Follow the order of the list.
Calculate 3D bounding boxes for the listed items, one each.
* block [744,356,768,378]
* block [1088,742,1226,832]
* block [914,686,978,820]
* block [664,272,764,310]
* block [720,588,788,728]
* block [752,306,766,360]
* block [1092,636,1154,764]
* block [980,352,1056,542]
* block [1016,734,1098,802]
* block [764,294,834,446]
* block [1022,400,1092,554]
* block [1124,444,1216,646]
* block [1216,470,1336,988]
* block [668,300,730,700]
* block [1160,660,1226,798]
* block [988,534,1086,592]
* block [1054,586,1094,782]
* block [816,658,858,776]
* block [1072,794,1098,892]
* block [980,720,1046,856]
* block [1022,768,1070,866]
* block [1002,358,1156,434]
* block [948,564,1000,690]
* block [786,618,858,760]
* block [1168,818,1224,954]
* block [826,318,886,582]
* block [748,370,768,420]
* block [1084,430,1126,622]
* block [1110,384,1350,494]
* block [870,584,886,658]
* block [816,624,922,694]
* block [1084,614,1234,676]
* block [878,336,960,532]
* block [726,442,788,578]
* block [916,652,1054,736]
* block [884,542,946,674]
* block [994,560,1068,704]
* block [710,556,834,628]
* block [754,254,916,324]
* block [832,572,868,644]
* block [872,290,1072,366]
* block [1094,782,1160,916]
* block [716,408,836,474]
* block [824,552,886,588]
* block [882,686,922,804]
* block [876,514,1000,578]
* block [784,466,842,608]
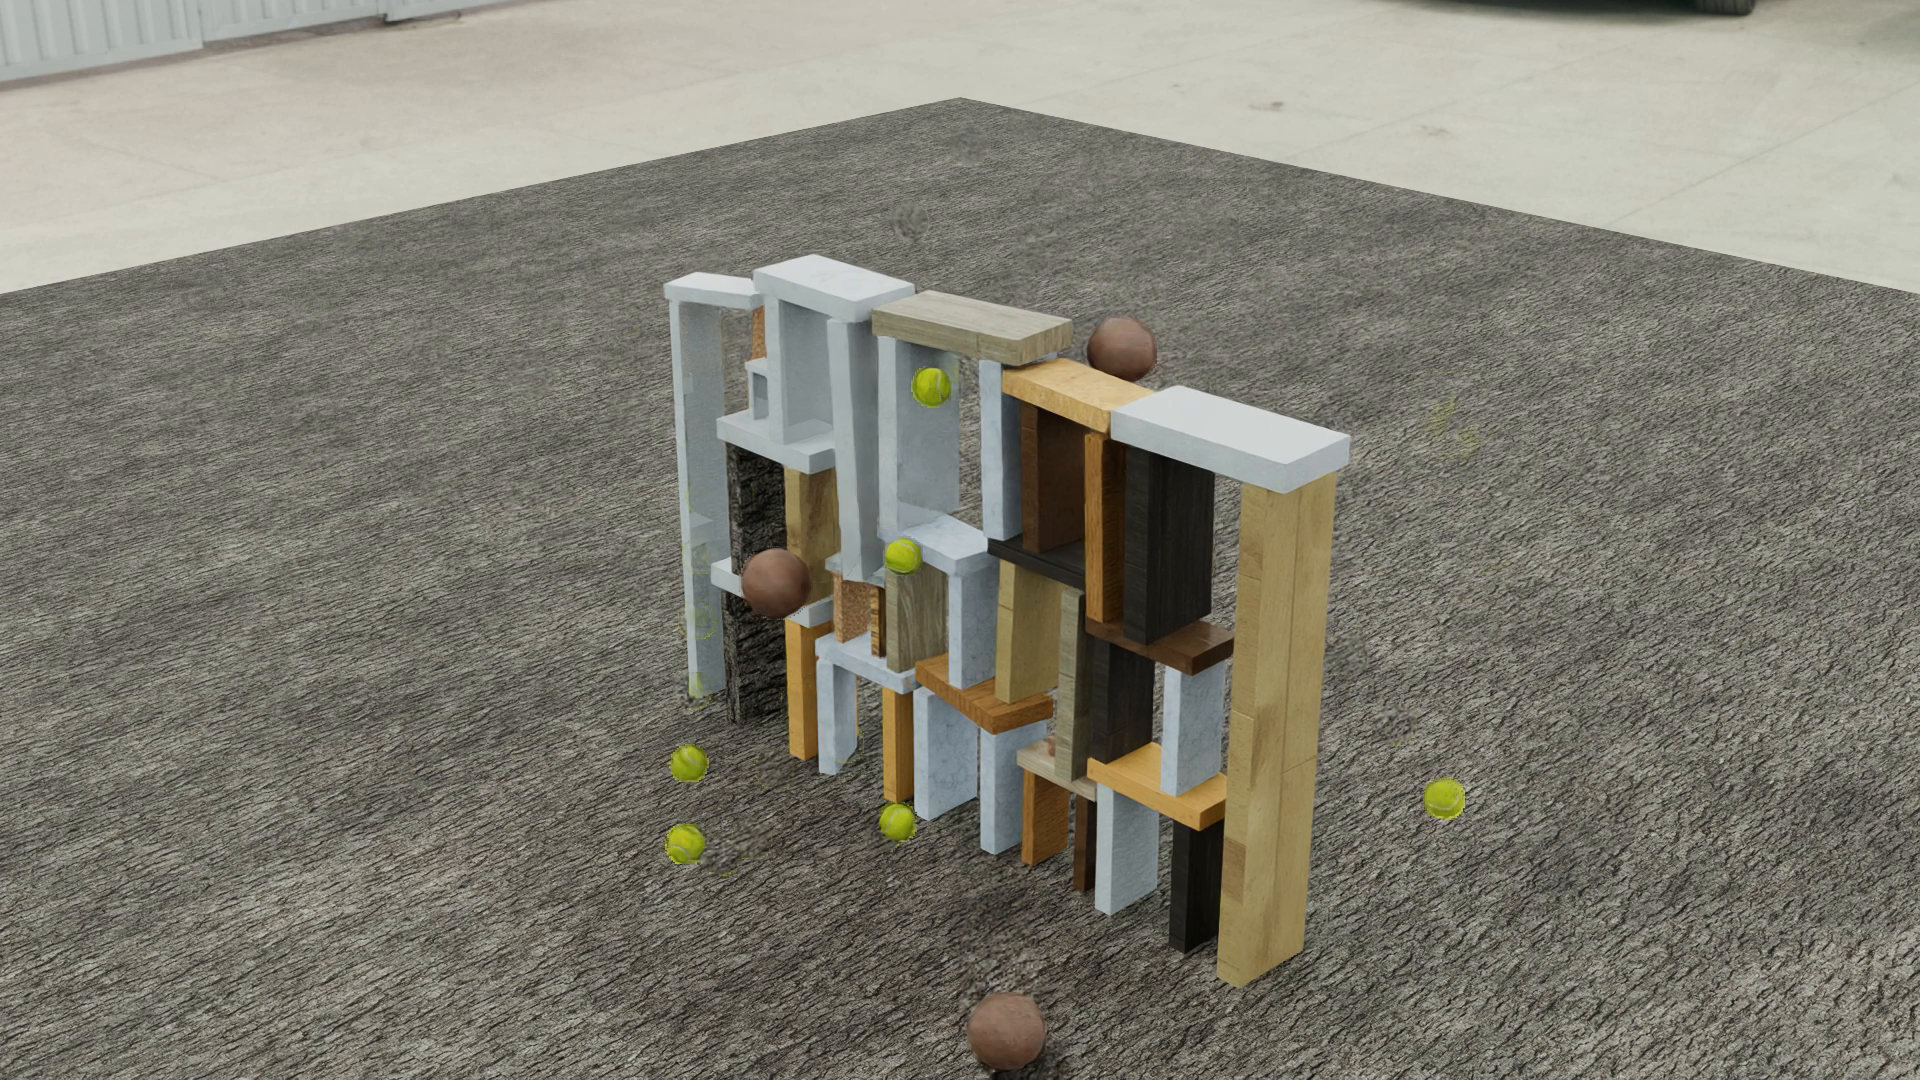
[{"bbox_3d":[-0.387,-0.350,4.497,0.052,0.015,0.104,-20,30,-39],"label":"block"},{"bbox_3d":[0.376,0.438,3.989,0.135,0.038,0.269,-21,31,-39],"label":"block"},{"bbox_3d":[-0.028,0.412,4.431,0.040,0.280,0.140,21,31,41],"label":"block"},{"bbox_3d":[-0.494,-0.518,4.572,0.219,0.031,0.109,10,24,28],"label":"block"},{"bbox_3d":[-0.439,0.233,4.801,0.160,0.320,0.045,-21,31,-41],"label":"block"},{"bbox_3d":[-0.400,-0.399,4.623,0.031,0.219,0.109,8,15,19],"label":"block"},{"bbox_3d":[0.299,0.273,4.009,0.125,0.250,0.035,-21,32,-39],"label":"block"},{"bbox_3d":[0.111,-0.186,4.093,0.048,0.340,0.170,13,24,36],"label":"block"},{"bbox_3d":[0.216,0.433,4.183,0.101,0.029,0.202,-20,30,-41],"label":"block"},{"bbox_3d":[-0.314,-0.356,4.407,0.153,0.305,0.043,-21,30,-40],"label":"block"},{"bbox_3d":[0.178,-0.133,4.036,0.144,0.287,0.041,-19,26,-41],"label":"block"},{"bbox_3d":[0.364,-0.015,3.814,0.051,0.359,0.180,20,31,41],"label":"block"},{"bbox_3d":[0.540,0.324,3.777,0.180,0.952,0.051,-20,30,-38],"label":"block"},{"bbox_3d":[-0.557,-0.088,4.786,0.031,0.923,0.109,21,31,41],"label":"block"},{"bbox_3d":[0.413,0.319,3.899,0.035,0.250,0.125,22,32,40],"label":"block"},{"bbox_3d":[0.205,0.029,4.078,0.145,0.041,0.290,-19,29,-41],"label":"block"},{"bbox_3d":[0.246,0.253,4.086,0.041,0.378,0.145,21,29,40],"label":"block"},{"bbox_3d":[-0.258,0.348,4.612,0.036,0.257,0.129,7,24,17],"label":"block"},{"bbox_3d":[0.262,0.559,4.182,0.029,0.203,0.101,21,30,40],"label":"block"},{"bbox_3d":[0.105,0.465,4.307,0.140,0.280,0.040,-20,30,-39],"label":"block"},{"bbox_3d":[0.167,0.522,4.270,0.029,0.202,0.101,21,30,40],"label":"block"},{"bbox_3d":[0.220,-0.259,3.908,0.144,0.041,0.287,-15,26,-35],"label":"block"},{"bbox_3d":[0.038,0.153,4.259,0.126,0.253,0.036,-19,30,-38],"label":"block"},{"bbox_3d":[-0.292,0.292,4.664,0.045,0.320,0.160,20,30,39],"label":"block"},{"bbox_3d":[0.441,0.604,3.993,0.135,0.269,0.038,-21,31,-40],"label":"block"},{"bbox_3d":[-0.191,-0.192,4.307,0.043,0.534,0.153,8,25,23],"label":"block"},{"bbox_3d":[-0.411,-0.305,4.542,0.052,0.104,0.015,-20,30,-40],"label":"block"},{"bbox_3d":[0.287,-0.037,3.884,0.144,0.345,0.041,-21,30,-38],"label":"block"},{"bbox_3d":[0.446,-0.171,3.658,0.359,0.051,0.180,21,31,39],"label":"block"},{"bbox_3d":[-0.146,0.151,4.446,0.022,0.158,0.079,16,27,37],"label":"block"},{"bbox_3d":[-0.161,0.238,4.493,0.257,0.036,0.129,21,31,40],"label":"block"},{"bbox_3d":[0.356,0.165,3.896,0.125,0.035,0.250,-22,31,-40],"label":"block"},{"bbox_3d":[-0.078,-0.223,4.237,0.048,0.382,0.170,20,29,41],"label":"block"},{"bbox_3d":[-0.416,-0.082,4.639,0.148,0.297,0.042,-21,31,-40],"label":"block"},{"bbox_3d":[0.045,0.292,4.306,0.140,0.040,0.280,-14,27,-30],"label":"block"},{"bbox_3d":[-0.087,0.117,4.375,0.126,0.279,0.036,-19,29,-37],"label":"block"},{"bbox_3d":[0.138,0.156,4.201,0.145,0.290,0.041,-17,29,-39],"label":"block"},{"bbox_3d":[-0.365,0.095,4.661,0.160,0.045,0.320,-21,31,-40],"label":"block"},{"bbox_3d":[-0.245,-0.490,4.270,0.153,0.043,0.305,-21,30,-38],"label":"block"},{"bbox_3d":[-0.224,0.125,4.511,0.022,0.158,0.079,17,28,35],"label":"block"},{"bbox_3d":[0.020,-0.397,4.090,0.340,0.048,0.170,16,27,35],"label":"block"},{"bbox_3d":[0.314,0.554,4.110,0.038,0.269,0.135,21,31,41],"label":"block"},{"bbox_3d":[-0.348,-0.210,4.507,0.149,0.042,0.297,-21,30,-40],"label":"block"},{"bbox_3d":[-0.187,0.055,4.441,0.158,0.022,0.079,16,27,35],"label":"block"},{"bbox_3d":[-0.098,0.397,4.495,0.036,0.257,0.129,21,31,40],"label":"block"},{"bbox_3d":[-0.037,0.000,4.248,0.126,0.036,0.253,-17,28,-35],"label":"block"},{"bbox_3d":[-0.288,-0.026,4.508,0.042,0.297,0.149,19,29,38],"label":"block"}]
